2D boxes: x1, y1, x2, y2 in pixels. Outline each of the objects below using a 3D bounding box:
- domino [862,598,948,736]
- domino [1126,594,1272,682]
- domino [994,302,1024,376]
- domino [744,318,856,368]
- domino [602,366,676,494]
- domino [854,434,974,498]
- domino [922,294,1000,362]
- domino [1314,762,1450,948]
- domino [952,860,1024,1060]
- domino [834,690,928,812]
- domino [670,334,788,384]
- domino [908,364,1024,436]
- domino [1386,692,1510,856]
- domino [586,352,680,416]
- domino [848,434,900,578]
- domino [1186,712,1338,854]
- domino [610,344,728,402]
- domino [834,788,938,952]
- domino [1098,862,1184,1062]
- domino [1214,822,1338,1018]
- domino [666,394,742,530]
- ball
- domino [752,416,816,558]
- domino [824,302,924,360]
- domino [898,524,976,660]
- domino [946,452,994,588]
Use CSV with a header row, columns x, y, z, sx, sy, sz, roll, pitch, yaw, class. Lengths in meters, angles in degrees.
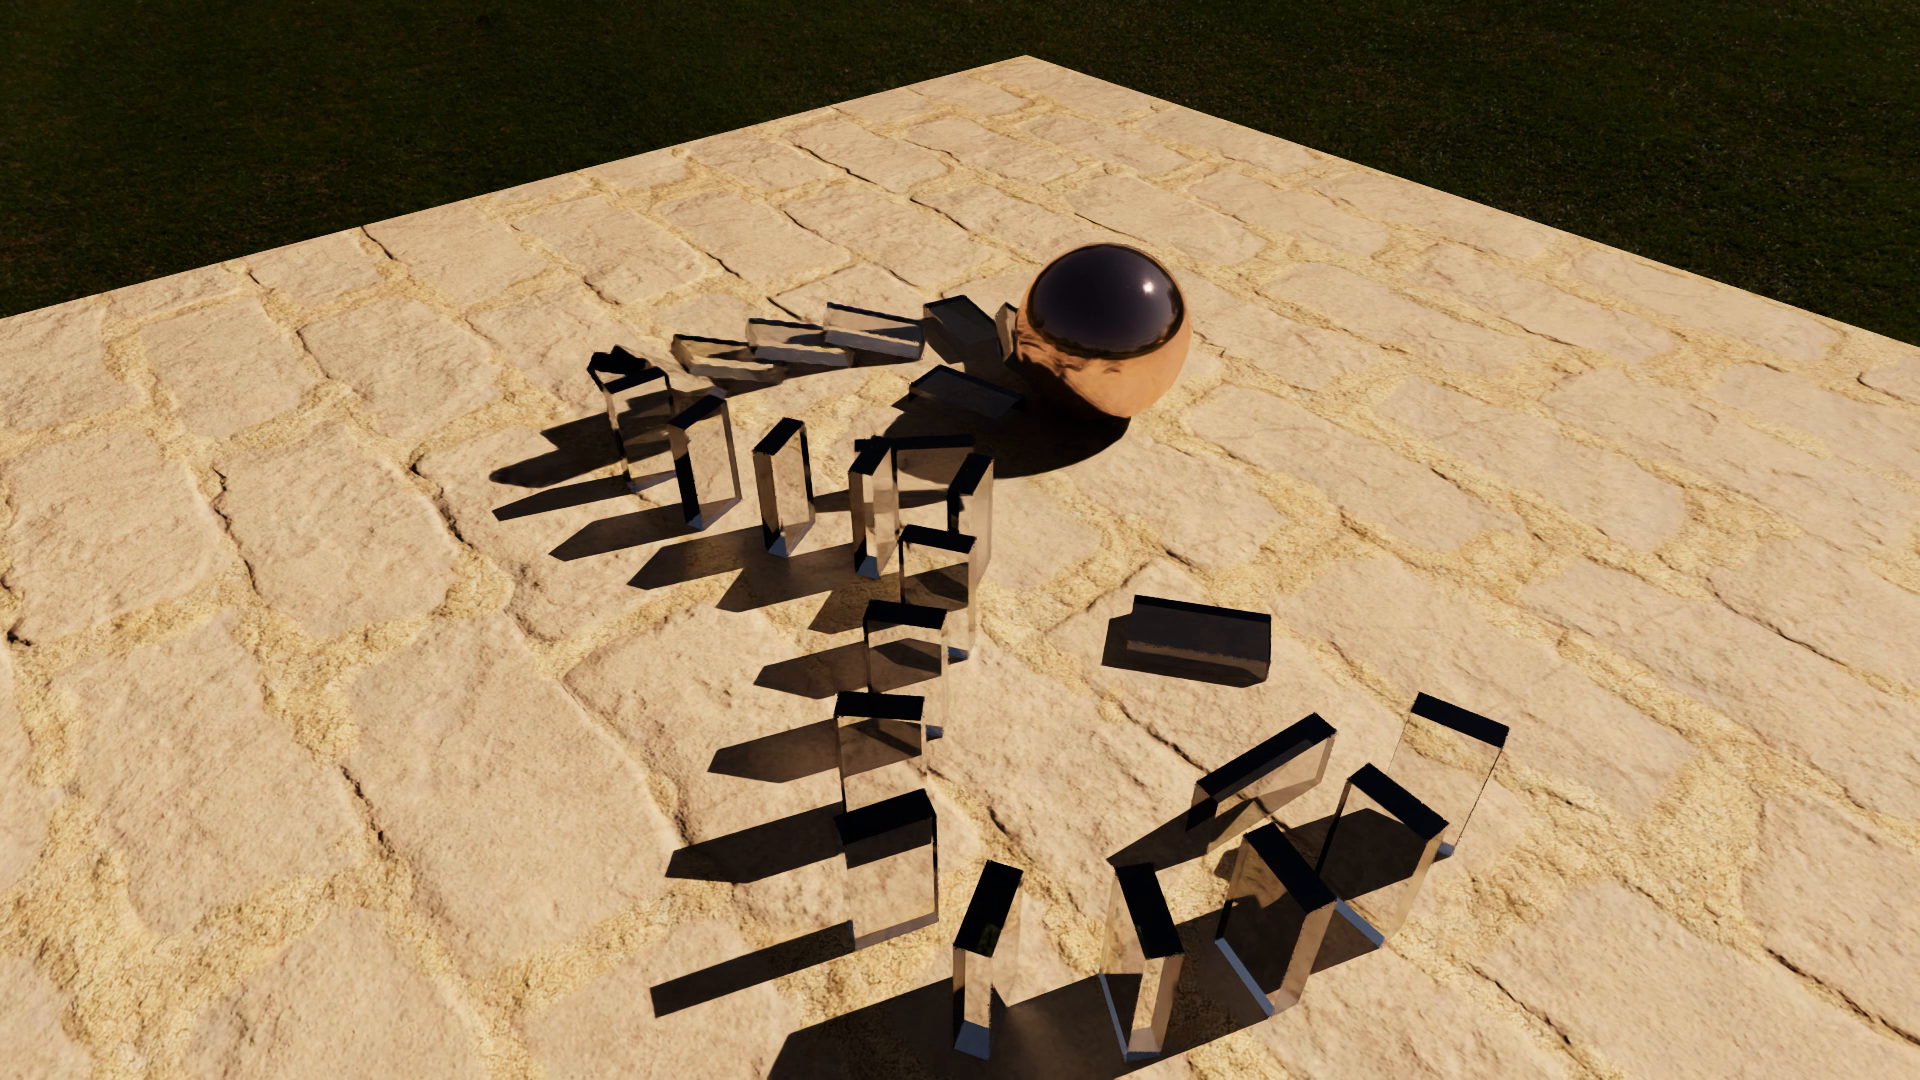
x,y,z,sx,sy,sz,roll,pitch,yaw,class
-0.017,0.043,0.360,0.025,0.050,0.010,7,40,9,domino
0.087,0.035,0.400,0.050,0.010,0.025,8,40,10,domino
0.032,-0.099,0.554,0.025,0.010,0.050,27,33,-23,domino
-0.081,-0.099,0.553,0.050,0.010,0.025,2,36,-26,domino
-0.134,-0.047,0.468,0.025,0.050,0.009,-26,46,-28,domino
-0.019,-0.031,0.469,0.050,0.025,0.009,-3,39,-4,domino
0.003,-0.113,0.581,0.025,0.009,0.050,-18,43,-21,domino
0.115,0.088,0.304,0.009,0.050,0.025,-26,46,-28,domino
0.007,0.108,0.280,0.010,0.050,0.025,13,41,15,domino
-0.023,0.067,0.330,0.025,0.050,0.009,3,39,4,domino
-0.112,-0.088,0.536,0.050,0.009,0.025,0,33,-38,domino
0.003,-0.067,0.526,0.050,0.010,0.025,24,45,27,domino
0.141,0.070,0.326,0.025,0.050,0.009,22,44,25,domino
-0.143,-0.063,0.489,0.025,0.050,0.009,9,64,11,domino
-0.033,-0.012,0.427,0.010,0.050,0.025,12,41,14,domino
0.093,0.075,0.340,0.050,0.025,0.009,-22,44,-25,domino
-0.136,-0.076,0.514,0.025,0.010,0.050,33,12,34,domino
-0.019,0.091,0.301,0.025,0.050,0.009,-14,41,-17,domino
0.045,0.108,0.280,0.010,0.050,0.025,-7,40,-8,domino
0.082,0.100,0.289,0.009,0.050,0.025,-17,42,-19,domino
-0.104,-0.031,0.450,0.010,0.050,0.025,21,44,23,domino
0.065,-0.094,0.503,0.080,0.080,0.080,0,39,0,ball
-0.069,-0.021,0.437,0.009,0.050,0.025,14,41,16,domino
-0.044,-0.107,0.564,0.050,0.010,0.025,8,37,-15,domino
-0.008,0.019,0.388,0.025,0.050,0.010,11,41,13,domino
0.004,-0.005,0.418,0.009,0.050,0.025,12,41,15,domino
